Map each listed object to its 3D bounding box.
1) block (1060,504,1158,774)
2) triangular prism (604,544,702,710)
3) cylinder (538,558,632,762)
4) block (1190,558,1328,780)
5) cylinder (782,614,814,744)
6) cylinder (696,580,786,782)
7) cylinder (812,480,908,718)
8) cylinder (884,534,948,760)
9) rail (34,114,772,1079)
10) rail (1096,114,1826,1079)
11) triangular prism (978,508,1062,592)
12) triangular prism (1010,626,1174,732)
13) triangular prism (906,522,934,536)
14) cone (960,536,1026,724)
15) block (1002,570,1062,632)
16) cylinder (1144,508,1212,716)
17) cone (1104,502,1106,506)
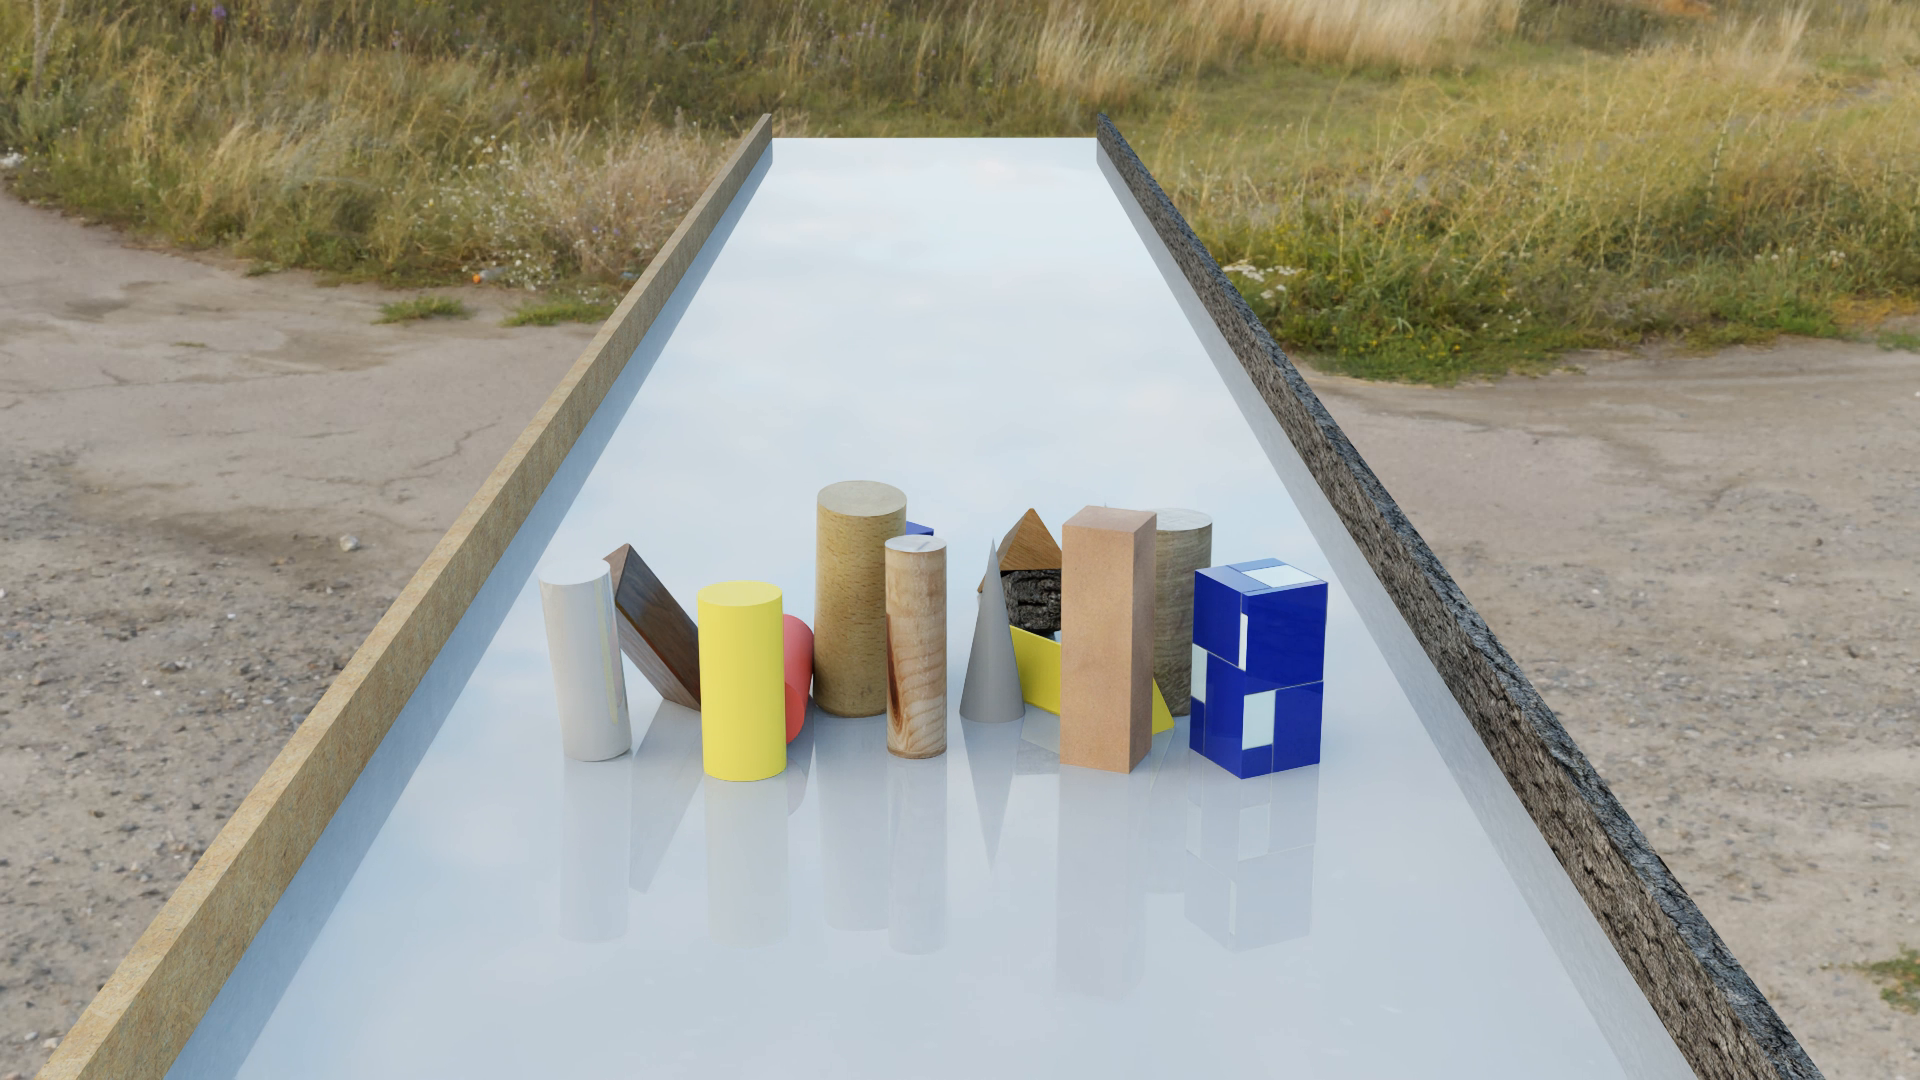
[{"bbox_3d":[0.260,0.174,3.863,0.129,0.442,0.129,7,19,22],"label":"block"},{"bbox_3d":[-0.560,0.159,4.077,0.134,0.348,0.116,15,60,41],"label":"triangular prism"},{"bbox_3d":[-0.662,0.212,3.897,0.125,0.340,0.125,-3,22,1],"label":"cylinder"},{"bbox_3d":[0.526,0.224,3.885,0.166,0.335,0.166,-8,18,-26],"label":"block"},{"bbox_3d":[-0.348,0.260,4.107,0.141,0.141,0.354,0,17,0],"label":"cylinder"},{"bbox_3d":[-0.380,0.245,3.841,0.147,0.319,0.147,0,16,0],"label":"cylinder"},{"bbox_3d":[-0.188,0.110,4.096,0.165,0.413,0.165,3,25,-1],"label":"cylinder"},{"bbox_3d":[-0.077,0.190,3.911,0.109,0.385,0.109,0,17,0],"label":"cylinder"},{"bbox_3d":[-1.118,-0.838,7.780,0.050,0.150,12.000,0,17,-1],"label":"rail"},{"bbox_3d":[0.932,-0.844,7.801,0.050,0.150,12.000,0,17,-1],"label":"rail"},{"bbox_3d":[0.127,0.023,4.647,0.142,0.123,0.403,-2,-8,-6],"label":"triangular prism"},{"bbox_3d":[0.220,0.260,4.153,0.125,0.109,0.396,-13,21,-39],"label":"triangular prism"},{"bbox_3d":[-0.160,0.107,4.292,0.149,0.310,0.129,-10,29,-31],"label":"triangular prism"},{"bbox_3d":[0.061,0.158,4.092,0.126,0.345,0.126,0,17,0],"label":"cone"},{"bbox_3d":[0.153,0.126,4.428,0.114,0.114,0.308,-2,-4,-6],"label":"block"},{"bbox_3d":[0.392,0.135,4.135,0.155,0.363,0.155,0,16,0],"label":"cylinder"},{"bbox_3d":[0.285,0.082,4.367,0.173,0.332,0.173,0,17,0],"label":"cone"}]
